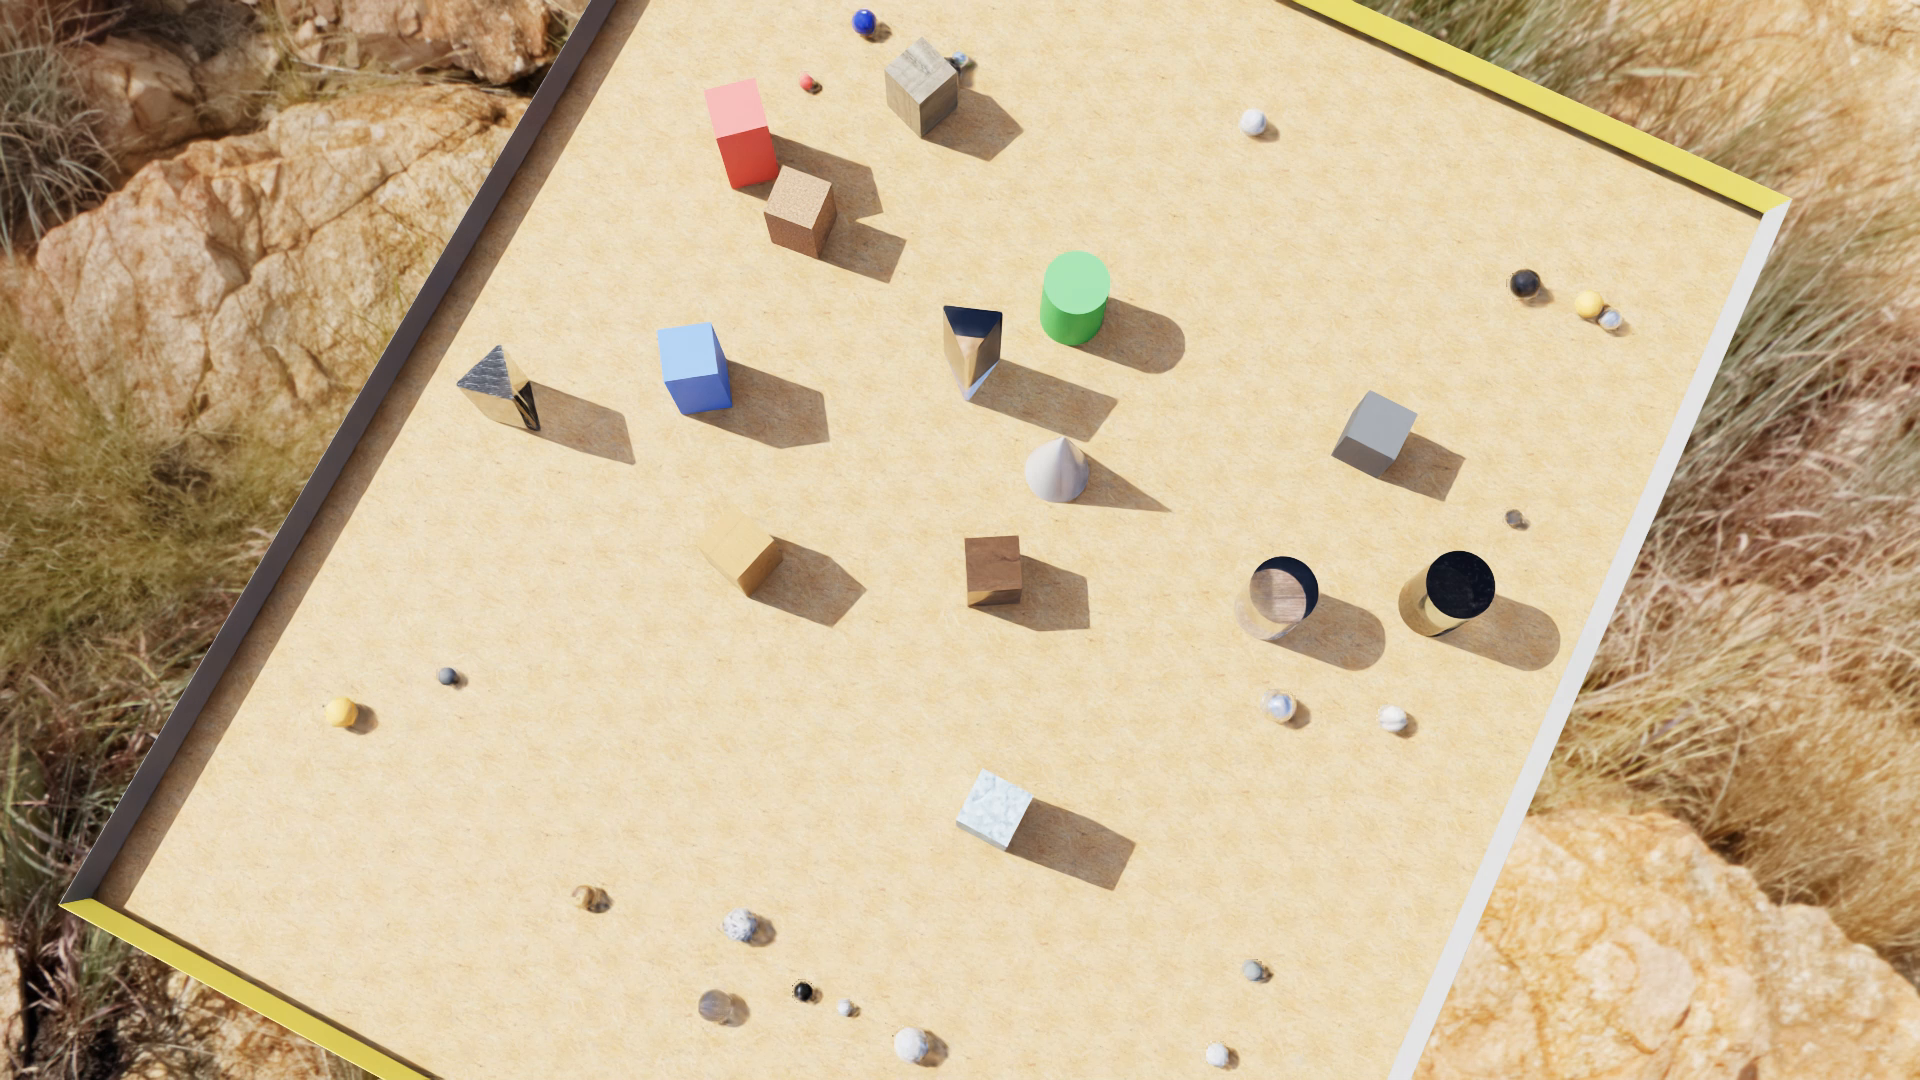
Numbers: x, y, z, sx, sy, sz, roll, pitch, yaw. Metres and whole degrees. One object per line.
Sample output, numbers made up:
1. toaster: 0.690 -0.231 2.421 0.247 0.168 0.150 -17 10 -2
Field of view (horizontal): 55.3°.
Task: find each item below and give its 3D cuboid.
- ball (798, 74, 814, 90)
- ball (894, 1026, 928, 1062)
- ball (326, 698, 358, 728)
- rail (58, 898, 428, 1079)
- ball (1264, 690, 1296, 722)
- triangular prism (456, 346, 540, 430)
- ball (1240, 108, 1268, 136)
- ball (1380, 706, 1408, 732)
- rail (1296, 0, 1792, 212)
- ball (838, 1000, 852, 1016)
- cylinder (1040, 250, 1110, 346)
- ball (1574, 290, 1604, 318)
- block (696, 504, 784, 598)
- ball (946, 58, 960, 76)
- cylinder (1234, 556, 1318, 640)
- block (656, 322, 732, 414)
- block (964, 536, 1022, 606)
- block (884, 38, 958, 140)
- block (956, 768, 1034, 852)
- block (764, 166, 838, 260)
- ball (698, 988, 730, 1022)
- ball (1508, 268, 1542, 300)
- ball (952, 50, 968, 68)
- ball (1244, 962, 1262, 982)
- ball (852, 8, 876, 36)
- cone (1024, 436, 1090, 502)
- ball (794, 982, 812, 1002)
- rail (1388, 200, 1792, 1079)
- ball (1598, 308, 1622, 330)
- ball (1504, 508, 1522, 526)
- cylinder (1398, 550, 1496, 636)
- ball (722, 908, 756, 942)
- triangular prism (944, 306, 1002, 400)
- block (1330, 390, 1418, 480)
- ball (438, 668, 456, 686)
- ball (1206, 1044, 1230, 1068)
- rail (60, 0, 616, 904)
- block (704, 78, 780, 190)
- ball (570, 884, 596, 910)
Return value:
1. ball: -0.497 -1.475 5.897 0.049 0.049 0.049 0 78 0
2. ball: -0.140 1.451 5.265 0.100 0.100 0.100 0 78 0
3. ball: -1.844 0.515 5.463 0.092 0.092 0.092 0 78 0
4. rail: -0.939 1.846 5.167 3.672 0.130 0.045 26 80 5
5. ball: 0.953 0.496 5.465 0.096 0.096 0.096 0 78 0
6. triangular prism: -1.368 -0.467 5.533 0.173 0.353 0.150 15 79 3
7. ball: 0.938 -1.335 5.850 0.085 0.085 0.085 0 78 0
8. ball: 1.292 0.534 5.465 0.081 0.081 0.081 0 78 0
9. rail: 0.939 -1.832 5.929 3.672 0.130 0.045 26 80 5
10. ball: -0.335 1.358 5.314 0.043 0.043 0.043 0 78 0
11. cylinder: 0.350 -0.738 5.614 0.200 0.305 0.200 0 78 0
12. ball: 1.966 -0.738 5.726 0.086 0.086 0.086 0 78 0
13. block: -0.652 0.036 5.454 0.160 0.304 0.160 41 81 8
14. ball: -0.045 -1.504 5.881 0.088 0.088 0.088 0 78 0
15. cylinder: 0.933 0.175 5.424 0.200 0.306 0.200 0 78 0
16. block: -0.798 -0.515 5.539 0.160 0.360 0.160 -9 78 -2
17. block: 0.097 0.094 5.467 0.160 0.255 0.160 -3 78 -1
18. block: -0.121 -1.424 5.780 0.160 0.258 0.160 -43 81 -8
19. block: 0.096 0.779 5.261 0.160 0.380 0.160 27 80 5
20. block: -0.494 -1.014 5.691 0.160 0.265 0.160 21 79 4
21. ball: -0.709 1.345 5.290 0.094 0.094 0.094 0 78 0
22. ball: 1.768 -0.801 5.733 0.098 0.098 0.098 0 78 0
23. ball: -0.001 -1.553 5.910 0.056 0.056 0.056 0 78 0
24. ball: 0.852 1.254 5.328 0.057 0.057 0.057 0 78 0
25. ball: -0.310 -1.673 5.921 0.082 0.082 0.082 0 78 0
26. cone: 0.300 -0.255 5.450 0.200 0.430 0.200 0 78 0
27. ball: -0.456 1.311 5.317 0.054 0.054 0.054 0 78 0
28. rail: 1.621 0.801 5.384 0.045 0.130 4.247 26 80 5
29. ball: 2.032 -0.690 5.724 0.069 0.069 0.069 0 78 0
30. ball: 1.693 -0.068 5.603 0.054 0.054 0.054 0 78 0
31. cylinder: 1.433 0.162 5.410 0.200 0.339 0.200 0 78 0
32. ball: -0.642 1.122 5.335 0.096 0.096 0.096 0 78 0
33. triangular prism: 0.012 -0.589 5.515 0.150 0.438 0.173 36 81 7
34. block: 1.254 -0.318 5.560 0.160 0.240 0.160 28 80 5
35. ball: -1.541 0.409 5.504 0.054 0.054 0.054 0 78 0
36. ball: 0.741 1.483 5.275 0.067 0.067 0.067 0 78 0
37. rail: -1.621 -0.787 5.712 0.045 0.130 4.247 26 80 5
38. block: -0.672 -1.254 5.677 0.160 0.391 0.160 -15 79 -3
39. ball: -1.103 1.043 5.363 0.075 0.075 0.075 0 78 0
